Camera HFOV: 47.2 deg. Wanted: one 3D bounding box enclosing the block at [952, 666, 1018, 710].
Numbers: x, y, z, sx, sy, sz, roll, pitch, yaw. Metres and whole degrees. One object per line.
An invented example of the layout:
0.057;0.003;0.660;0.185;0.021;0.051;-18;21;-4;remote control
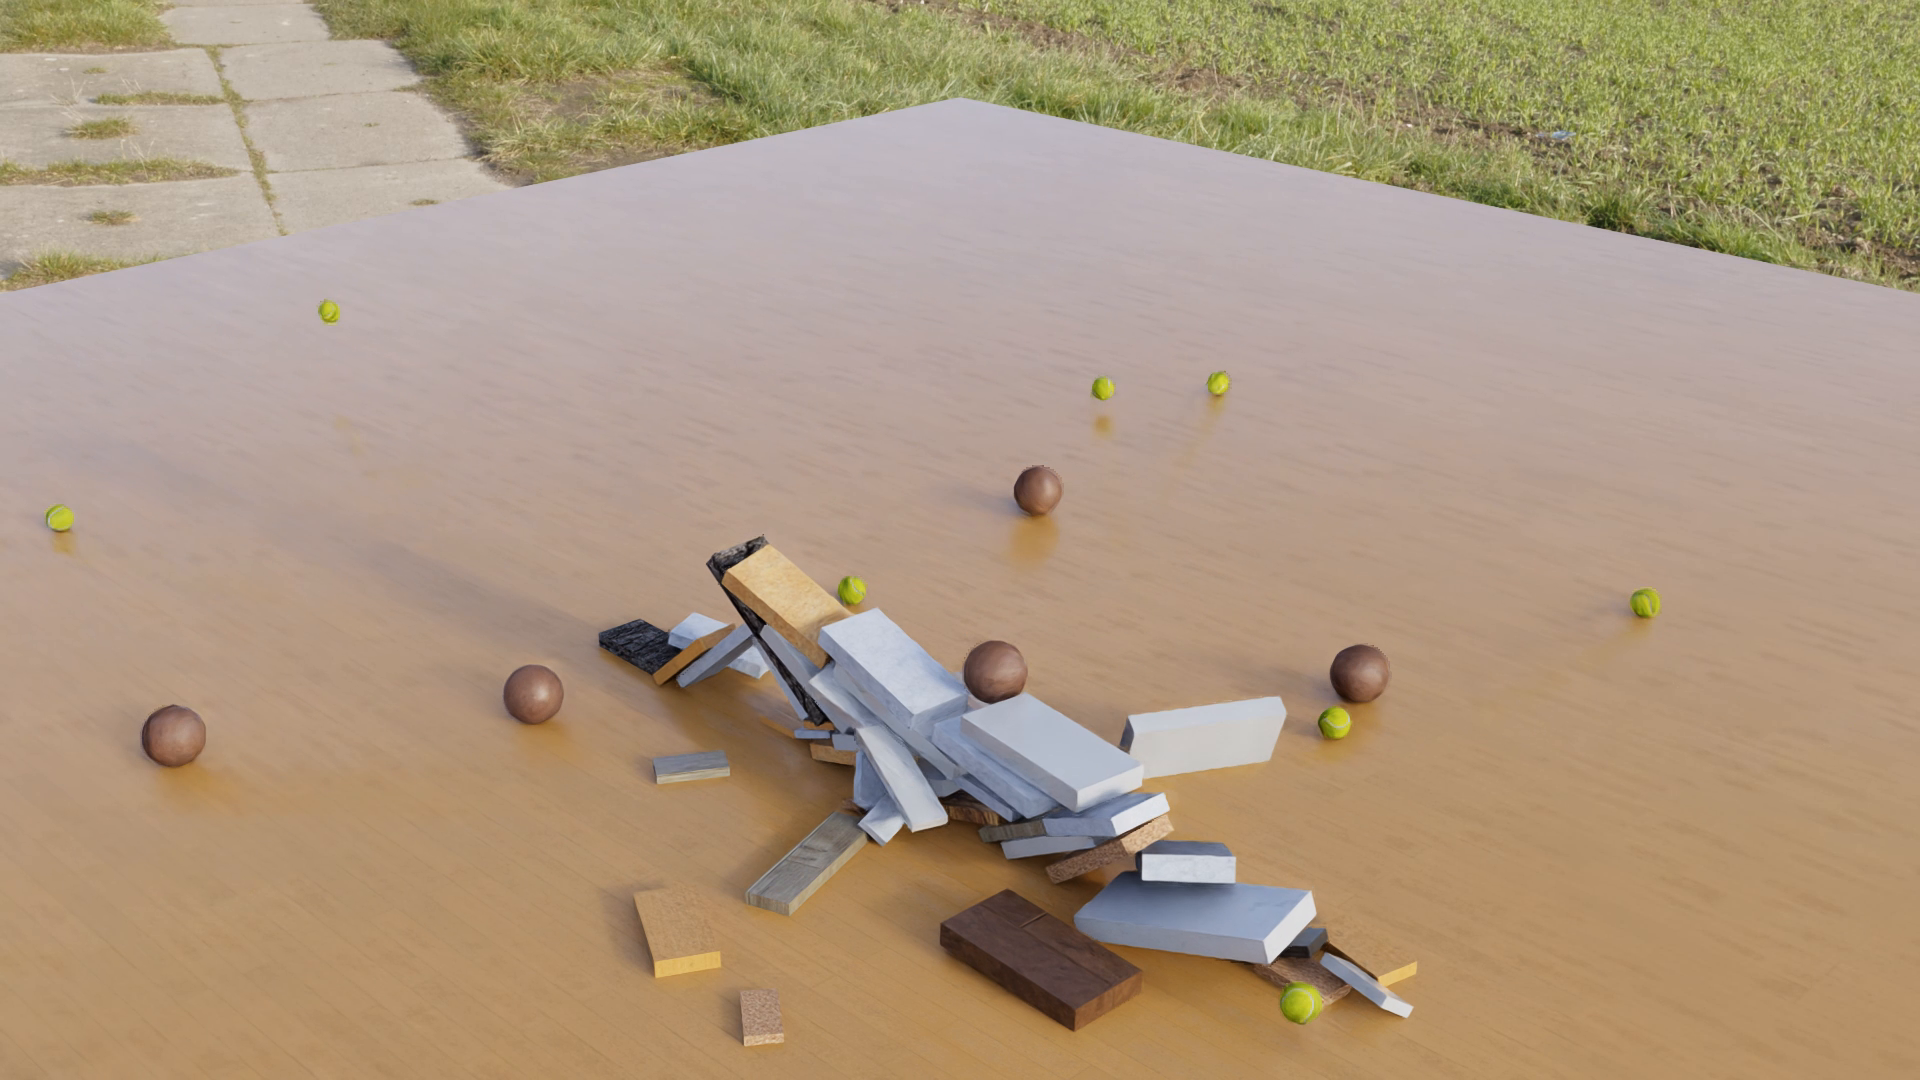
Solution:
0.076;0.386;4.792;0.167;0.047;0.375;-16;28;-33;block

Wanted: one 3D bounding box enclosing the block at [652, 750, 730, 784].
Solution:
-0.564;0.476;4.612;0.152;0.022;0.076;-6;24;-13;block

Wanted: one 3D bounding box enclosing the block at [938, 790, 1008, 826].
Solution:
0.038;0.531;4.408;0.097;0.028;0.194;-23;17;-41;block

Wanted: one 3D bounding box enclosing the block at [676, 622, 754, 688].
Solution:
-0.502;0.234;4.880;0.108;0.030;0.354;-24;-9;-43;block

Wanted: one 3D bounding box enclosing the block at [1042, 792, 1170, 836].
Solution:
0.271;0.513;4.109;0.124;0.035;0.247;-22;4;-29;block

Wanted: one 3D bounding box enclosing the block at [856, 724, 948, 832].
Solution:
-0.117;0.466;4.347;0.076;0.022;0.276;-10;42;-25;block

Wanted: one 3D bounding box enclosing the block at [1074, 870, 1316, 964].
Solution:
0.418;0.674;3.949;0.408;0.048;0.169;-1;22;40;block

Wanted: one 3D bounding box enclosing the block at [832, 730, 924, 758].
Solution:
-0.132;0.404;4.549;0.247;0.035;0.124;1;17;39;block

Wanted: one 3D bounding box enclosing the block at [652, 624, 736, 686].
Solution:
-0.593;0.259;4.940;0.108;0.030;0.215;-24;-9;-44;block

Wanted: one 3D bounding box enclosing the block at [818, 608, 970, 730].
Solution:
-0.137;0.260;4.484;0.151;0.043;0.302;-19;47;-39;block

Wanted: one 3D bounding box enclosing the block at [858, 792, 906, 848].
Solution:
-0.140;0.547;4.376;0.067;0.019;0.134;42;43;3;block

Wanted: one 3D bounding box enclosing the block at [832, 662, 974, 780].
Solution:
-0.082;0.341;4.465;0.151;0.043;0.362;-22;48;-40;block

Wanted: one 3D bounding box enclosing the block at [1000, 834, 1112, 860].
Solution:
0.208;0.565;4.242;0.124;0.035;0.247;-23;4;-43;block

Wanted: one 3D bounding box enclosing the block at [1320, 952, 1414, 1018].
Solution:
0.710;0.778;3.845;0.080;0.023;0.159;28;3;-39;block

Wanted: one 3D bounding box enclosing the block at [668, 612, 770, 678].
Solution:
-0.541;0.243;5.086;0.237;0.034;0.118;19;27;15;block

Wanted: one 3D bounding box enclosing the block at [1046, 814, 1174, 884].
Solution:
0.281;0.584;4.149;0.124;0.035;0.247;-24;-5;-38;block

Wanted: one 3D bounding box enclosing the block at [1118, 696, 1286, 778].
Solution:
0.498;0.413;4.569;0.333;0.167;0.047;-6;50;-14;block

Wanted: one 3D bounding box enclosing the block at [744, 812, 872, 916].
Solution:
-0.286;0.623;4.257;0.096;0.027;0.336;11;25;25;block

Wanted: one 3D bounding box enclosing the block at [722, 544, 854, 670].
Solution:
-0.350;0.139;4.657;0.289;0.041;0.144;39;41;14;block

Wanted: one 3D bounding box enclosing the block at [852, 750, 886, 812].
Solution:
-0.181;0.490;4.433;0.067;0.019;0.134;37;33;-27;block

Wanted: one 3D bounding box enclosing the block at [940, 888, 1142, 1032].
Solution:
0.142;0.745;3.924;0.169;0.048;0.338;-20;33;-39;block

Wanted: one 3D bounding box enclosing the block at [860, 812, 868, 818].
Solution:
-0.133;0.554;4.432;0.121;0.017;0.061;-11;25;-25;block

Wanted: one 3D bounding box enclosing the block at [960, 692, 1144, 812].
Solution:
0.173;0.405;4.225;0.169;0.048;0.338;-16;31;-37;block

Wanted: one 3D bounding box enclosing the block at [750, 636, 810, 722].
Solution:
-0.365;0.294;4.792;0.215;0.030;0.108;57;18;15;block

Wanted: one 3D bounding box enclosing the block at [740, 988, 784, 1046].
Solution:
-0.343;0.823;3.797;0.067;0.019;0.134;-3;23;-8;block

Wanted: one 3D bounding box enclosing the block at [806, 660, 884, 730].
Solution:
-0.212;0.332;4.514;0.193;0.027;0.096;36;47;18;block

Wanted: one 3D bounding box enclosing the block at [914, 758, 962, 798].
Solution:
-0.077;0.475;4.515;0.247;0.035;0.124;3;18;46;block

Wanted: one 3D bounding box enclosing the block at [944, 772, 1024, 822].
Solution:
0.070;0.486;4.362;0.097;0.028;0.194;-20;38;-39;block

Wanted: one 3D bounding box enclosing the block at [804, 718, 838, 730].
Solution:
-0.276;0.387;4.697;0.061;0.017;0.121;-21;10;-36;block

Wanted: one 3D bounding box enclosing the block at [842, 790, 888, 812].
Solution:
-0.171;0.526;4.475;0.121;0.017;0.061;-13;12;-33;block

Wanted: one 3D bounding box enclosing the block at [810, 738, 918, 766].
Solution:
-0.186;0.435;4.615;0.248;0.035;0.124;3;18;45;block

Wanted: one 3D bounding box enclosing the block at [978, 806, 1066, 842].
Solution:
0.137;0.553;4.309;0.097;0.028;0.194;-23;4;-42;block

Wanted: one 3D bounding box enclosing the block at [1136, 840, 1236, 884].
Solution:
0.417;0.599;4.106;0.167;0.047;0.333;1;-3;3;block

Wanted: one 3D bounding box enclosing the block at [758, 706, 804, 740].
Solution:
-0.376;0.397;4.802;0.061;0.017;0.121;-21;31;-40;block

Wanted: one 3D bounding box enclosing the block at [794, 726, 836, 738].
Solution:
-0.294;0.407;4.712;0.061;0.017;0.121;-22;11;-40;block

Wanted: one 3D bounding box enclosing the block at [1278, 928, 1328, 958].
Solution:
0.573;0.724;3.961;0.159;0.023;0.080;-5;12;35;block

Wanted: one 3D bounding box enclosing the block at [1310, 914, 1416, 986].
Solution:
0.726;0.743;3.977;0.093;0.026;0.186;-14;27;-29;block

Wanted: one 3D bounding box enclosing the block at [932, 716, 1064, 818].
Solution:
0.097;0.429;4.285;0.151;0.043;0.302;-15;34;-35;block

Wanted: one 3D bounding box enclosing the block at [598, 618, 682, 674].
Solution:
-0.724;0.252;5.124;0.118;0.034;0.237;-20;30;-39;block

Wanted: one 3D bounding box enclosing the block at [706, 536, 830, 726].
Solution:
-0.366;0.192;4.721;0.144;0.041;0.433;-22;71;-43;block

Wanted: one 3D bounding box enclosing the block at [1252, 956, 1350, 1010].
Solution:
0.607;0.774;3.907;0.080;0.023;0.159;-18;29;-36;block

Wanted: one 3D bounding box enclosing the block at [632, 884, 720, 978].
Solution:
-0.521;0.714;4.034;0.118;0.034;0.237;-7;24;-16;block

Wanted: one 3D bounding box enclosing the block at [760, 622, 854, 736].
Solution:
-0.276;0.269;4.635;0.144;0.041;0.289;-23;64;-43;block
